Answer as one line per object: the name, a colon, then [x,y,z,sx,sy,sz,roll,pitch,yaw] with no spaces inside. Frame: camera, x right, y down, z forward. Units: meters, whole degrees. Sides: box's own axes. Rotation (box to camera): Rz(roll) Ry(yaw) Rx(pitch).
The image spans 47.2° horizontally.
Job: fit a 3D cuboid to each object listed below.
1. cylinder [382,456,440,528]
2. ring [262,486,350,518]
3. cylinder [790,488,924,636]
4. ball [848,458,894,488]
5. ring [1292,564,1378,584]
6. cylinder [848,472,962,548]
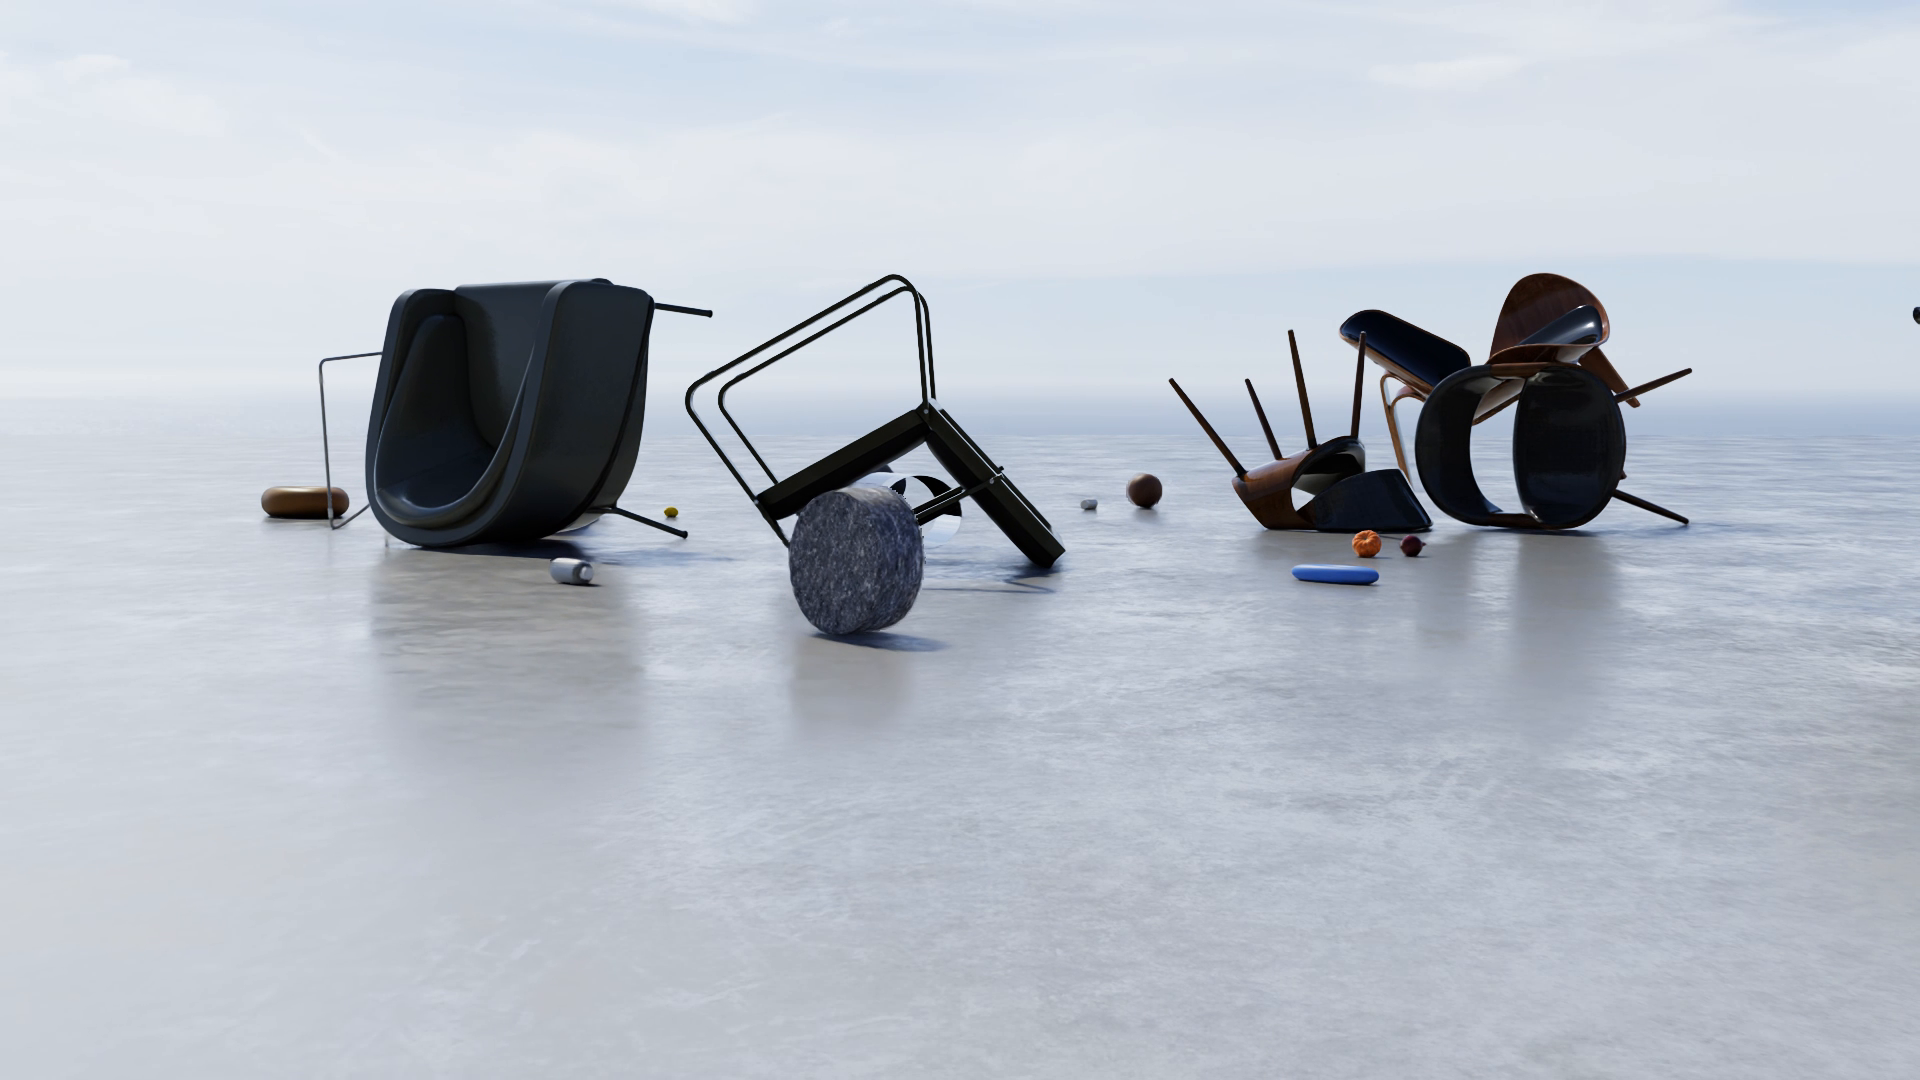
cylinder: [-1.789,-0.158,7.169,0.178,0.230,0.169,1,4,12]
ring: [-2.318,-0.136,7.784,0.266,0.104,0.413,-3,4,-44]
cylinder: [-0.192,0.038,4.036,0.243,0.268,0.106,28,23,38]
ball: [-0.338,-0.221,8.431,0.182,0.182,0.182,0,4,0]
ring: [0.873,0.079,5.120,0.086,0.039,0.242,-2,4,-44]
cylinder: [-0.166,-0.086,6.280,0.258,0.206,0.247,8,0,-28]
